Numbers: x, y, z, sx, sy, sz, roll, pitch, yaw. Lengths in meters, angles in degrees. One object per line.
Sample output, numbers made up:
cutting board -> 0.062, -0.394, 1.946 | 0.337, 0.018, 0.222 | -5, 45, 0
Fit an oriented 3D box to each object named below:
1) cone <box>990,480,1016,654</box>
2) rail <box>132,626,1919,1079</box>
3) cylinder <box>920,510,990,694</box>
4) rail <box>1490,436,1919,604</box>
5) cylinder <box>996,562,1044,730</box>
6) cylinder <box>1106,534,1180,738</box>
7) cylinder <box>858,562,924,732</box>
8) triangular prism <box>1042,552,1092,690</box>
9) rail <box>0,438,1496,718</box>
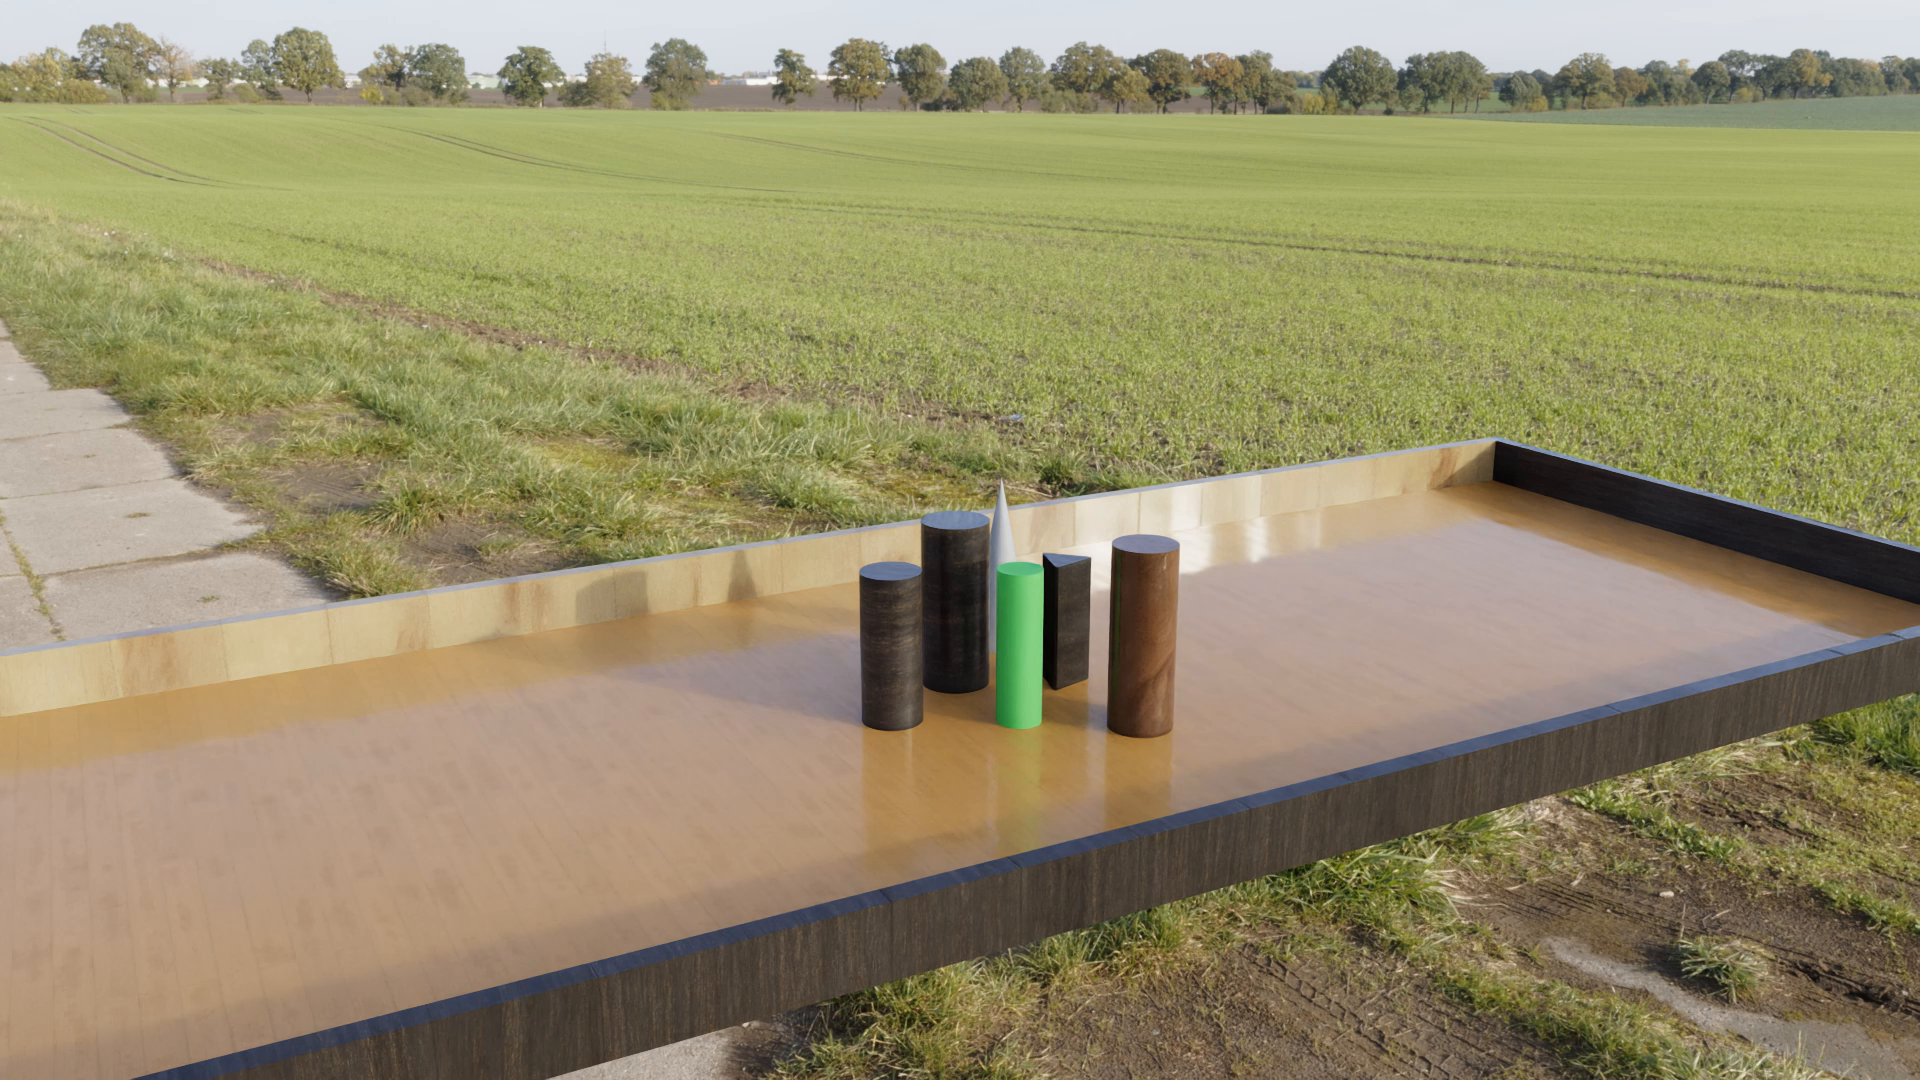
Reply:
cone -> 0.108, 0.055, 4.355 | 0.170, 0.457, 0.170 | 0, 16, 0
rail -> -2.336, 1.006, 1.665 | 12.000, 0.150, 0.050 | -9, 18, -27
cylinder -> -0.012, 0.153, 4.087 | 0.170, 0.421, 0.170 | 0, 16, 0
rail -> 2.466, -0.048, 5.253 | 0.050, 0.150, 2.100 | -9, 18, -27
cylinder -> 0.139, 0.246, 3.851 | 0.109, 0.376, 0.109 | 0, 16, 0
cylinder -> 0.422, 0.222, 3.812 | 0.155, 0.445, 0.155 | 0, 16, 0
cylinder -> -0.160, 0.248, 3.859 | 0.147, 0.368, 0.147 | 0, 16, 0
triangular prism -> 0.244, 0.196, 4.120 | 0.122, 0.320, 0.106 | -15, 22, -41
rail -> -3.305, 0.497, 3.399 | 12.000, 0.150, 0.050 | -9, 18, -27
